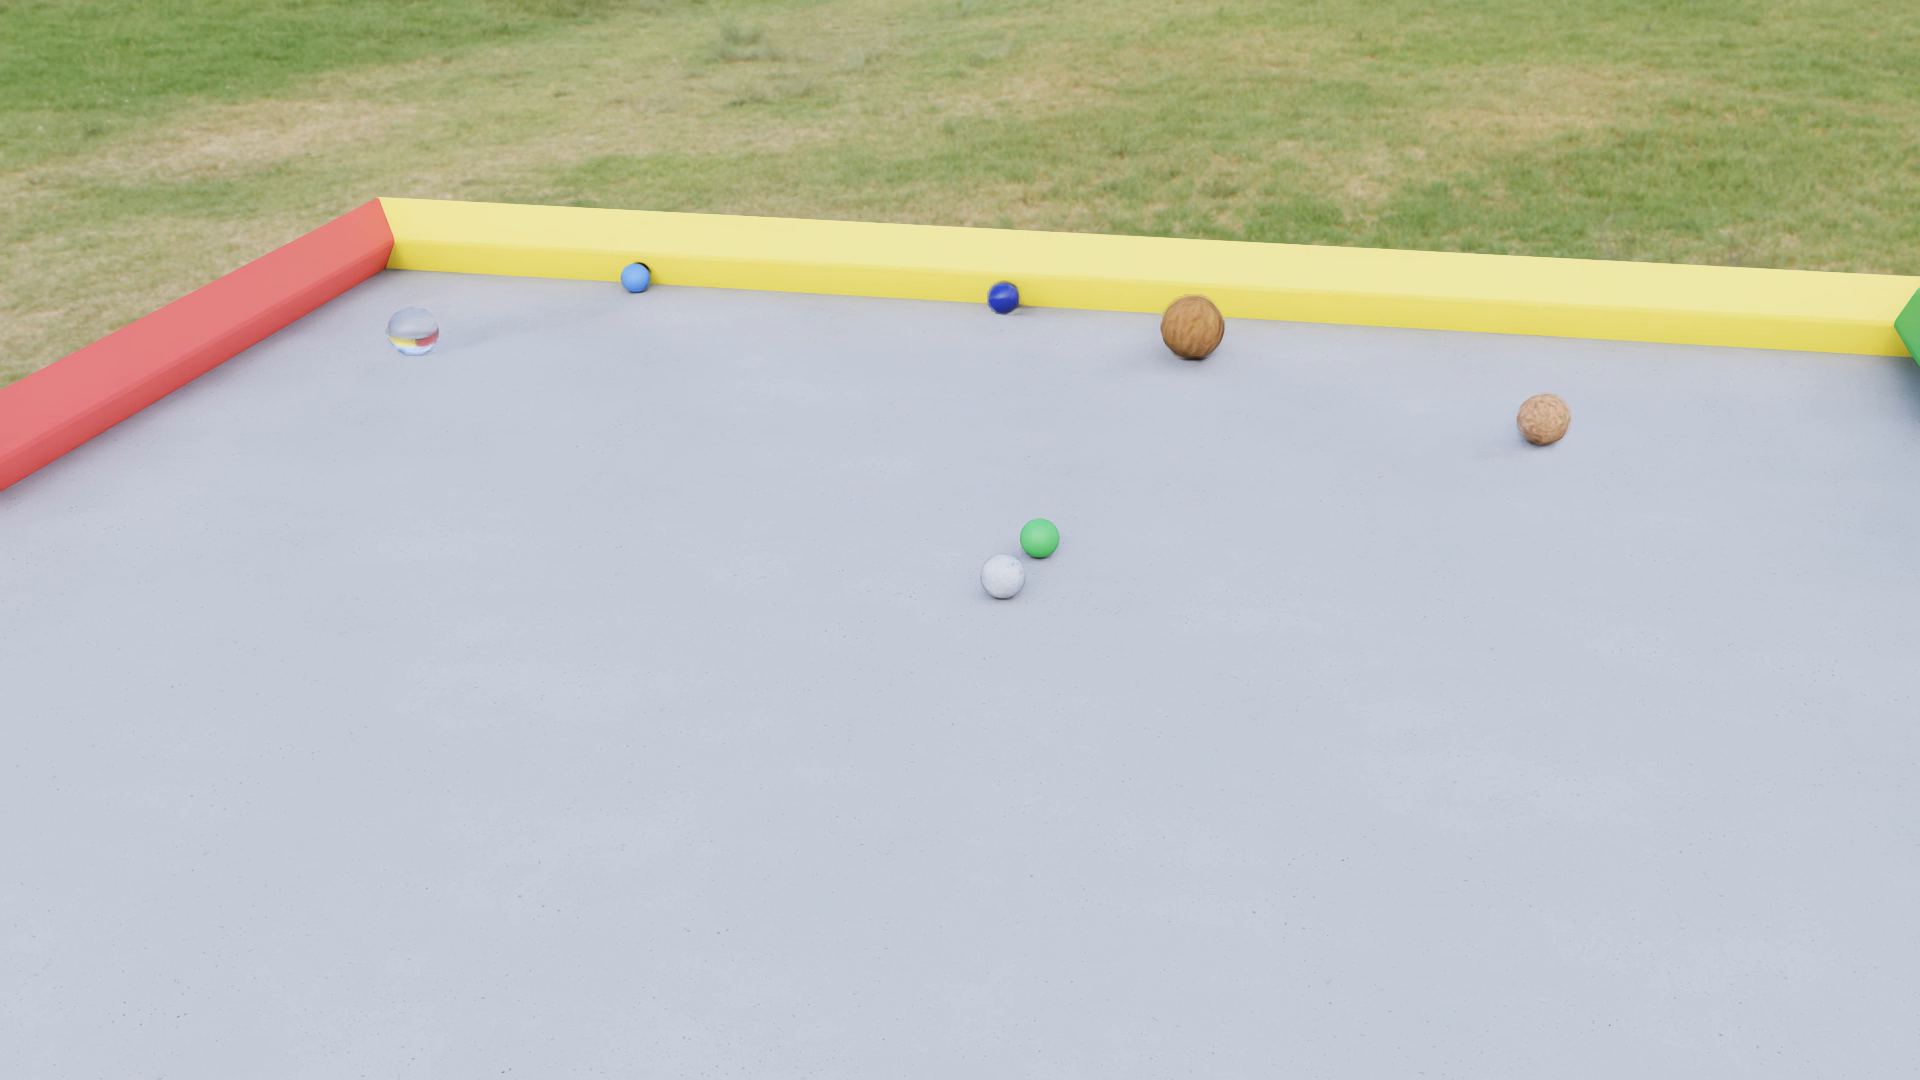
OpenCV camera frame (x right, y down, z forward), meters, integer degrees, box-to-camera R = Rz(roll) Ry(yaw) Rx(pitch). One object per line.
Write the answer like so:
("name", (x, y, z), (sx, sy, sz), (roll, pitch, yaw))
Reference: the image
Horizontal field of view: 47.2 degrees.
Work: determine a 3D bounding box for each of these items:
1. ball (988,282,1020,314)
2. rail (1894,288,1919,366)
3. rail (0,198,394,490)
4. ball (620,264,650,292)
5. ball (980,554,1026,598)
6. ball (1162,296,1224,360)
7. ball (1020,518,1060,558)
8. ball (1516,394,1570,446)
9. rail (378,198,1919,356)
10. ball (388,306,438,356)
("ball", (0.072, -0.393, 3.572), (0.051, 0.051, 0.051), (0, 22, 0))
("rail", (0.981, 0.472, 1.348), (0.045, 0.124, 4.401), (5, 23, 11))
("rail", (-1.435, 0.280, 1.819), (0.045, 0.124, 4.401), (5, 23, 11))
("ball", (-0.545, -0.440, 3.689), (0.049, 0.049, 0.049), (0, 22, 0))
("ball", (0.049, 0.041, 2.504), (0.052, 0.052, 0.052), (0, 22, 0))
("ball", (0.353, -0.322, 3.339), (0.095, 0.095, 0.095), (0, 22, 0))
("ball", (0.095, -0.002, 2.617), (0.047, 0.047, 0.047), (0, 22, 0))
("ball", (0.791, -0.163, 2.982), (0.070, 0.070, 0.070), (0, 22, 0))
("rail", (0.222, -0.427, 3.557), (2.517, 0.124, 0.045), (5, 23, 11))
("ball", (-0.834, -0.319, 3.356), (0.076, 0.076, 0.076), (0, 22, 0))
